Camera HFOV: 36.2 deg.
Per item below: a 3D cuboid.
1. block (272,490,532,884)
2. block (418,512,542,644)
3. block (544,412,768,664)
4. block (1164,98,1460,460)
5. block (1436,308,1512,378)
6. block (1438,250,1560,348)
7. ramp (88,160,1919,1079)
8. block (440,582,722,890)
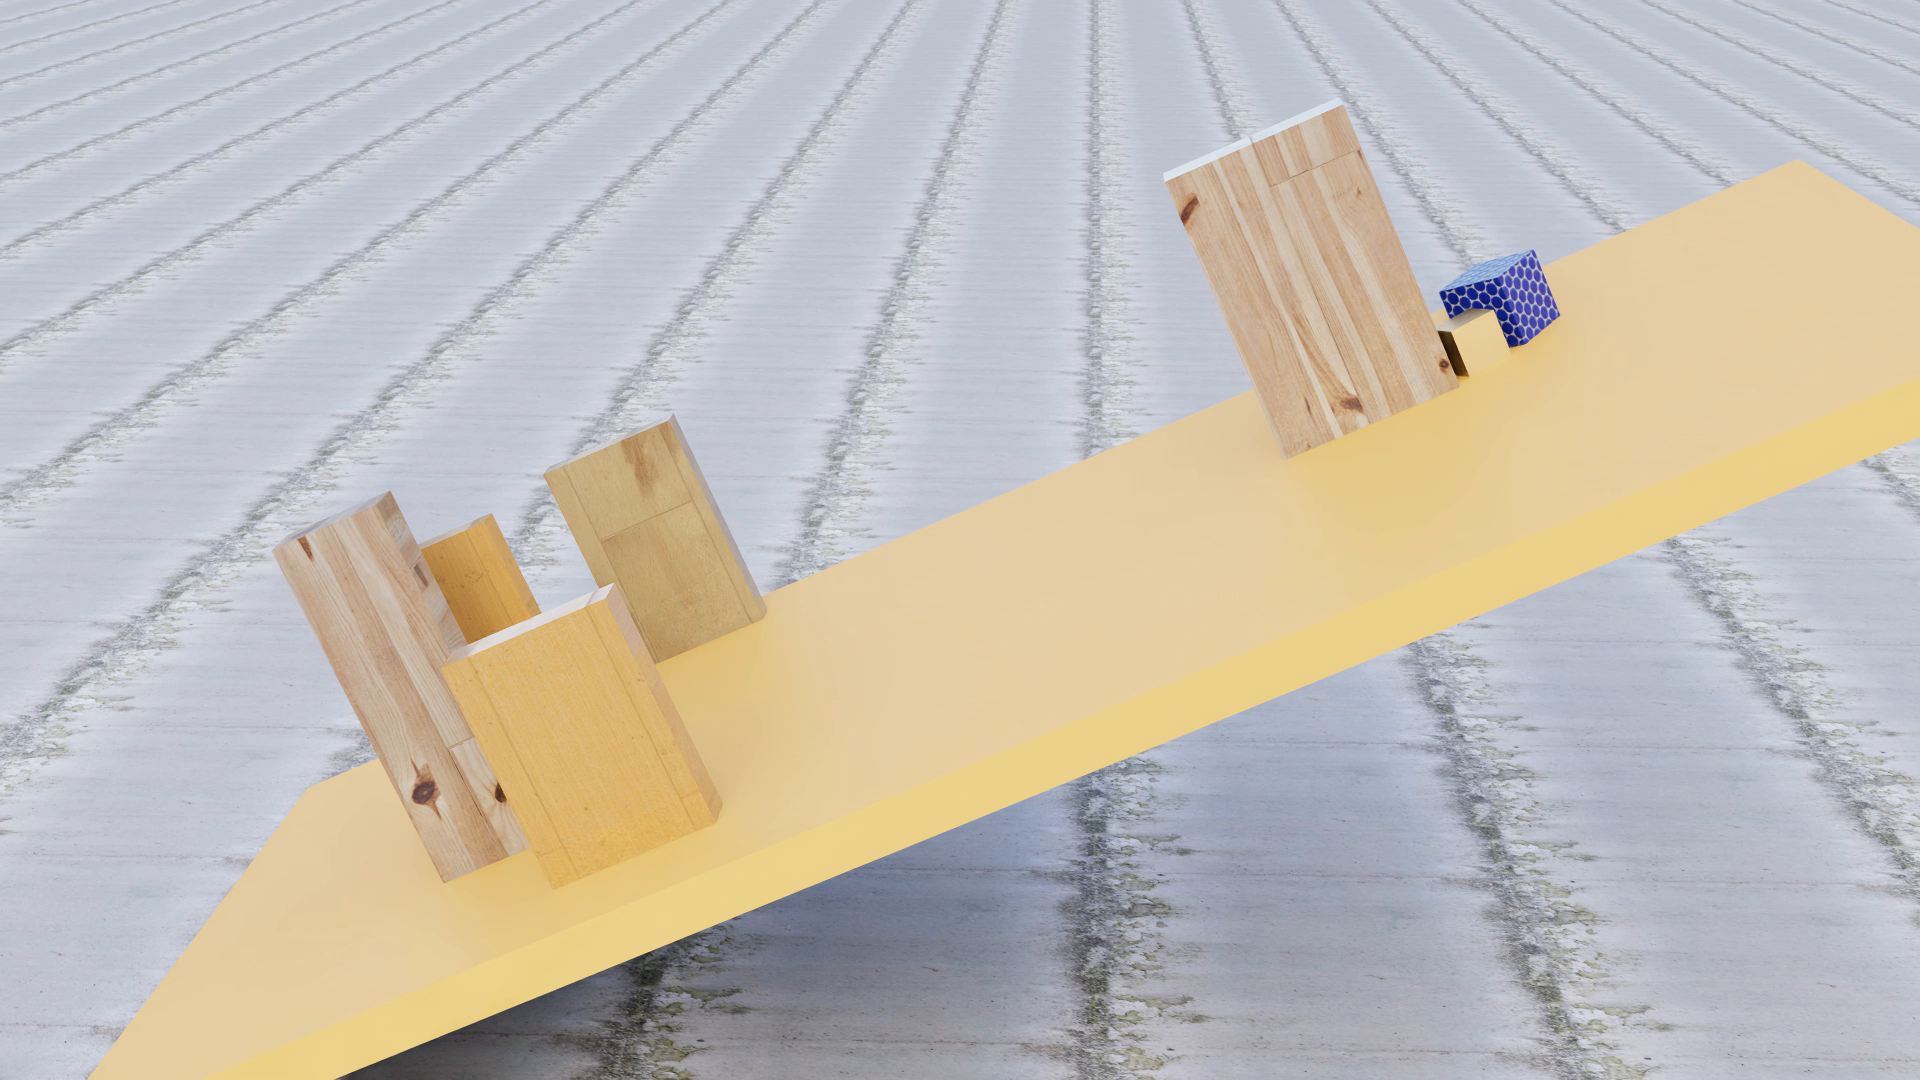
[{"bbox_3d":[-1.117,0.306,6.054,0.240,0.780,0.120,-23,13,8],"label":"block"},{"bbox_3d":[-1.076,0.298,6.404,0.409,0.605,0.083,-23,13,8],"label":"block"},{"bbox_3d":[-0.733,0.007,7.103,0.335,0.536,0.080,-23,13,8],"label":"block"},{"bbox_3d":[0.757,-0.560,6.336,0.407,0.662,0.125,-23,13,8],"label":"block"},{"bbox_3d":[1.113,-0.431,6.413,0.109,0.109,0.109,-27,13,-12],"label":"block"},{"bbox_3d":[1.195,-0.523,6.513,0.162,0.162,0.162,-11,18,46],"label":"block"},{"bbox_3d":[0.132,0.170,6.284,4.000,0.100,2.000,-23,13,8],"label":"ramp"},{"bbox_3d":[-0.727,0.381,5.685,0.351,0.491,0.110,-23,13,8],"label":"block"}]
